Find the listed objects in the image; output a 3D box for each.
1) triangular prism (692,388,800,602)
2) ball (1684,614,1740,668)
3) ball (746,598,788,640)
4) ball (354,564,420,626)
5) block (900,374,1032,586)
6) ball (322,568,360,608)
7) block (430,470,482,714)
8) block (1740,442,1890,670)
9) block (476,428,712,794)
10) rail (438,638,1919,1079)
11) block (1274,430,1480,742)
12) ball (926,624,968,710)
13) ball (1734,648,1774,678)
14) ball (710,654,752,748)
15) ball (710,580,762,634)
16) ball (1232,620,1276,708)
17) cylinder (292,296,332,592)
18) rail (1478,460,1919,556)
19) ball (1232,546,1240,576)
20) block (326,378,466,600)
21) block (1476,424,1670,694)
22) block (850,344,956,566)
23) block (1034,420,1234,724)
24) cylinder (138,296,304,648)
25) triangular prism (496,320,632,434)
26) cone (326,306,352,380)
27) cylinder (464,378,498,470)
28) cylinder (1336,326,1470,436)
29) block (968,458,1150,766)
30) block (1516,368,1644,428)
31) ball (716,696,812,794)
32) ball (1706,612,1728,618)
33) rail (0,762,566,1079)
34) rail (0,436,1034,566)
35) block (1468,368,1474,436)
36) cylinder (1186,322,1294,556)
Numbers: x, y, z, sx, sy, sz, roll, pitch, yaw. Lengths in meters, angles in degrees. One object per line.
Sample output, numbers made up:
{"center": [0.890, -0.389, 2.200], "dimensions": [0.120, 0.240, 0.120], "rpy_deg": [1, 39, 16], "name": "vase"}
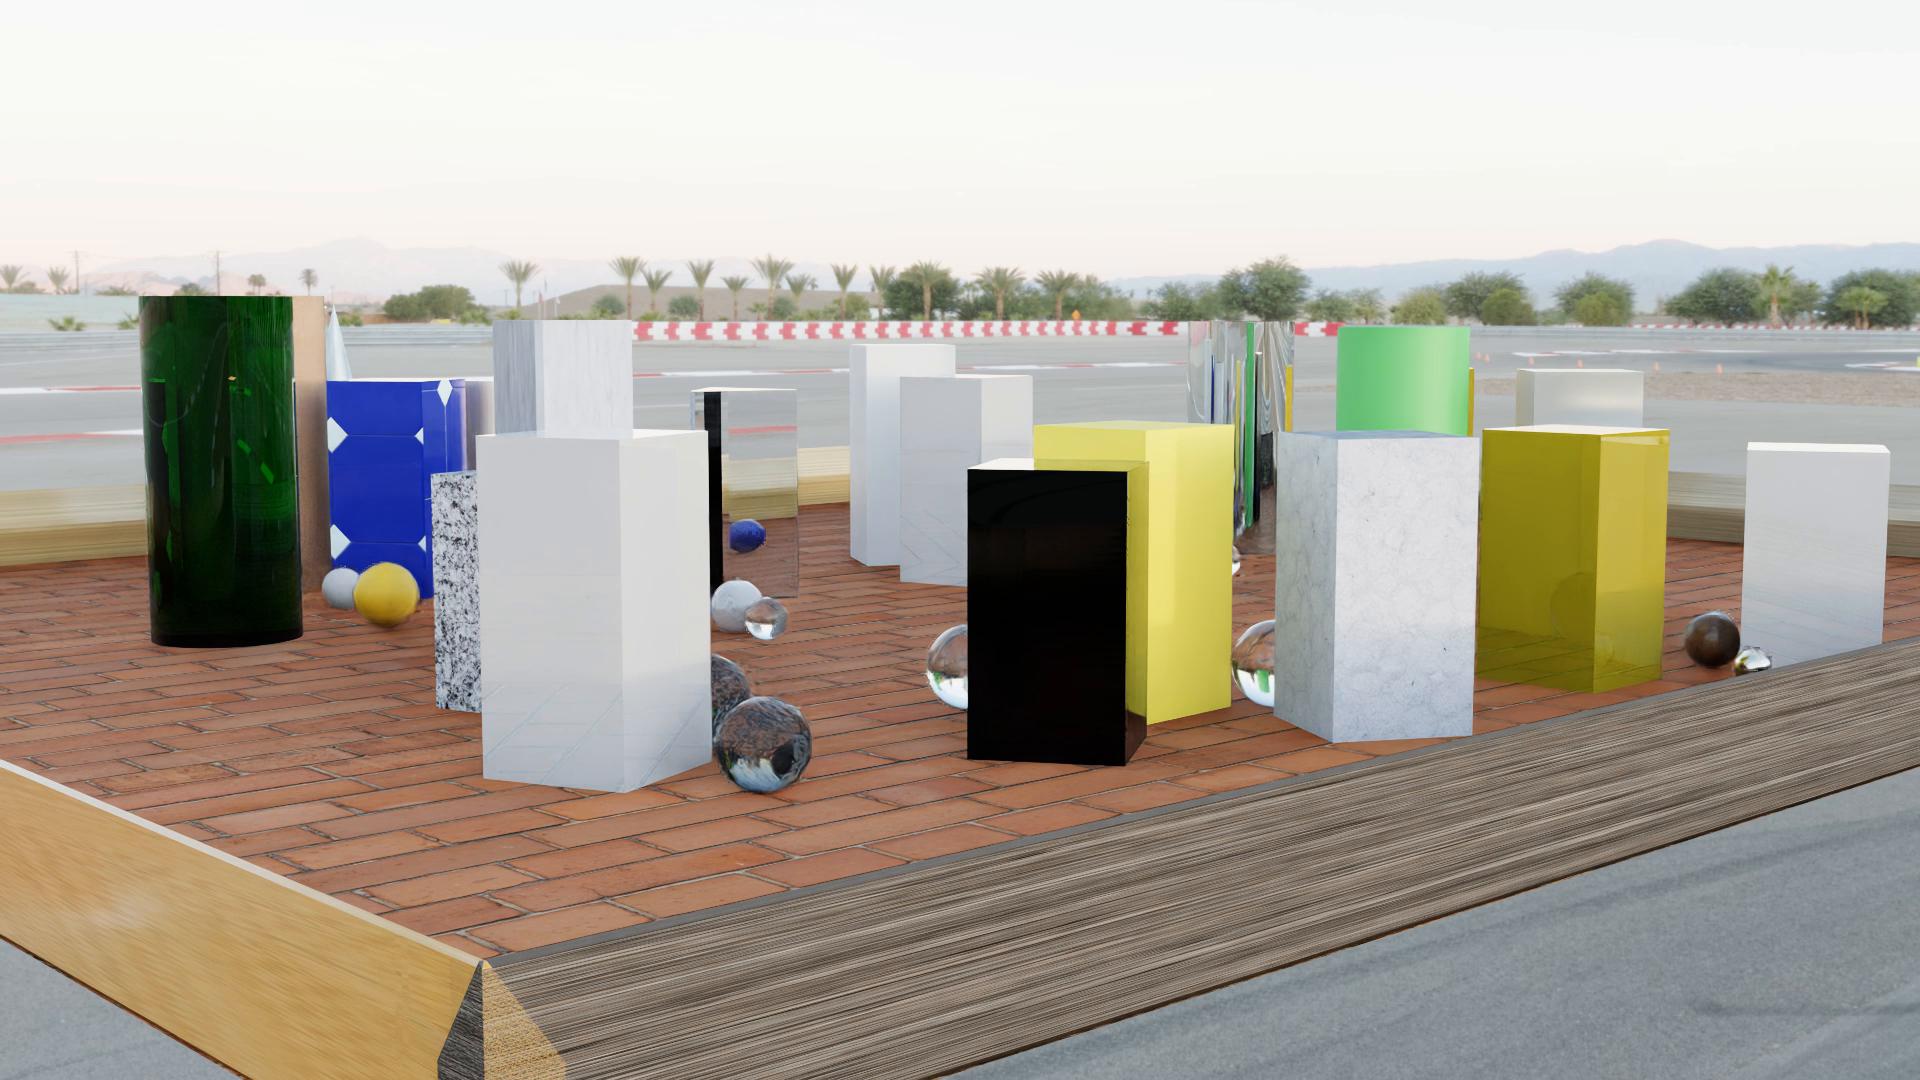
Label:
{"center": [-0.360, -0.074, 3.437], "dimensions": [0.171, 0.323, 0.148], "rpy_deg": [-3, 7, -26], "name": "triangular prism"}
{"center": [0.941, 0.126, 2.752], "dimensions": [0.068, 0.068, 0.068], "rpy_deg": [0, 6, 0], "name": "ball"}
{"center": [-0.262, 0.107, 2.979], "dimensions": [0.058, 0.058, 0.058], "rpy_deg": [0, 6, 0], "name": "ball"}
{"center": [-0.810, 0.078, 3.106], "dimensions": [0.090, 0.090, 0.090], "rpy_deg": [0, 6, 0], "name": "ball"}
{"center": [0.011, -0.102, 3.634], "dimensions": [0.158, 0.337, 0.158], "rpy_deg": [4, 7, 33], "name": "block"}
{"center": [-0.924, 0.072, 3.294], "dimensions": [0.062, 0.062, 0.062], "rpy_deg": [0, 6, 0], "name": "ball"}
{"center": [-0.480, 0.055, 2.488], "dimensions": [0.158, 0.264, 0.158], "rpy_deg": [3, 7, 30], "name": "block"}
{"center": [1.047, 0.025, 2.702], "dimensions": [0.158, 0.278, 0.158], "rpy_deg": [2, 6, 20], "name": "block"}
{"center": [-0.350, 0.061, 2.122], "dimensions": [0.158, 0.327, 0.158], "rpy_deg": [3, 7, 24], "name": "block"}
{"center": [1.010, 0.147, 2.243], "dimensions": [3.423, 0.129, 0.045], "rpy_deg": [-5, 8, -42], "name": "rail"}
{"center": [0.442, 0.044, 2.353], "dimensions": [0.158, 0.313, 0.158], "rpy_deg": [-2, 6, -14], "name": "block"}
{"center": [0.010, 0.142, 2.462], "dimensions": [0.095, 0.095, 0.095], "rpy_deg": [0, 6, 0], "name": "ball"}
{"center": [0.942, 0.152, 2.609], "dimensions": [0.045, 0.045, 0.045], "rpy_deg": [0, 6, 0], "name": "ball"}
{"center": [-0.261, 0.164, 2.240], "dimensions": [0.098, 0.098, 0.098], "rpy_deg": [0, 6, 0], "name": "ball"}
{"center": [-0.308, 0.092, 3.042], "dimensions": [0.075, 0.075, 0.075], "rpy_deg": [0, 6, 0], "name": "ball"}
{"center": [0.355, 0.139, 2.474], "dimensions": [0.099, 0.099, 0.099], "rpy_deg": [0, 6, 0], "name": "ball"}
{"center": [-1.120, -0.158, 3.542], "dimensions": [0.198, 0.468, 0.198], "rpy_deg": [0, 6, 0], "name": "cylinder"}
{"center": [1.240, -0.085, 4.470], "dimensions": [0.045, 0.129, 3.027], "rpy_deg": [-5, 8, -42], "name": "rail"}
{"center": [0.437, 0.034, 3.665], "dimensions": [0.061, 0.061, 0.061], "rpy_deg": [0, 6, 0], "name": "ball"}
{"center": [-0.887, -0.085, 3.479], "dimensions": [0.158, 0.336, 0.158], "rpy_deg": [1, 6, 11], "name": "block"}
{"center": [0.740, 0.017, 2.659], "dimensions": [0.158, 0.302, 0.158], "rpy_deg": [-6, 8, -44], "name": "block"}
{"center": [-0.104, -0.156, 3.923], "dimensions": [0.158, 0.384, 0.158], "rpy_deg": [-1, 6, -14], "name": "block"}
{"center": [0.194, 0.030, 2.461], "dimensions": [0.158, 0.318, 0.158], "rpy_deg": [6, 8, 43], "name": "block"}
{"center": [-1.001, -0.097, 2.982], "dimensions": [0.198, 0.463, 0.198], "rpy_deg": [0, 6, 0], "name": "cylinder"}
{"center": [-0.522, -0.058, 2.753], "dimensions": [0.148, 0.433, 0.171], "rpy_deg": [4, 7, 31], "name": "triangular prism"}
{"center": [-1.087, -0.184, 3.840], "dimensions": [0.198, 0.457, 0.198], "rpy_deg": [0, 6, 0], "name": "cone"}
{"center": [-0.763, -0.106, 3.710], "dimensions": [0.198, 0.330, 0.198], "rpy_deg": [0, 6, 0], "name": "cylinder"}
{"center": [0.675, -0.116, 3.368], "dimensions": [0.198, 0.420, 0.198], "rpy_deg": [0, 6, 0], "name": "cylinder"}
{"center": [0.102, 0.068, 2.233], "dimensions": [0.158, 0.290, 0.158], "rpy_deg": [1, 6, 13], "name": "block"}
{"center": [0.939, -0.081, 3.354], "dimensions": [0.158, 0.354, 0.158], "rpy_deg": [0, 6, 5], "name": "block"}
{"center": [-0.181, 0.189, 2.036], "dimensions": [0.089, 0.089, 0.089], "rpy_deg": [0, 6, 0], "name": "ball"}
{"center": [0.995, 0.119, 2.902], "dimensions": [0.050, 0.050, 0.050], "rpy_deg": [0, 6, 0], "name": "ball"}
{"center": [-1.240, 0.152, 2.193], "dimensions": [0.045, 0.129, 3.027], "rpy_deg": [-5, 8, -42], "name": "rail"}
{"center": [-1.010, -0.080, 4.421], "dimensions": [3.423, 0.129, 0.045], "rpy_deg": [-5, 8, -42], "name": "rail"}
{"center": [0.894, -0.164, 4.232], "dimensions": [0.158, 0.336, 0.158], "rpy_deg": [1, 6, 5], "name": "block"}
{"center": [0.519, -0.193, 4.086], "dimensions": [0.198, 0.424, 0.198], "rpy_deg": [0, 6, 0], "name": "cylinder"}
